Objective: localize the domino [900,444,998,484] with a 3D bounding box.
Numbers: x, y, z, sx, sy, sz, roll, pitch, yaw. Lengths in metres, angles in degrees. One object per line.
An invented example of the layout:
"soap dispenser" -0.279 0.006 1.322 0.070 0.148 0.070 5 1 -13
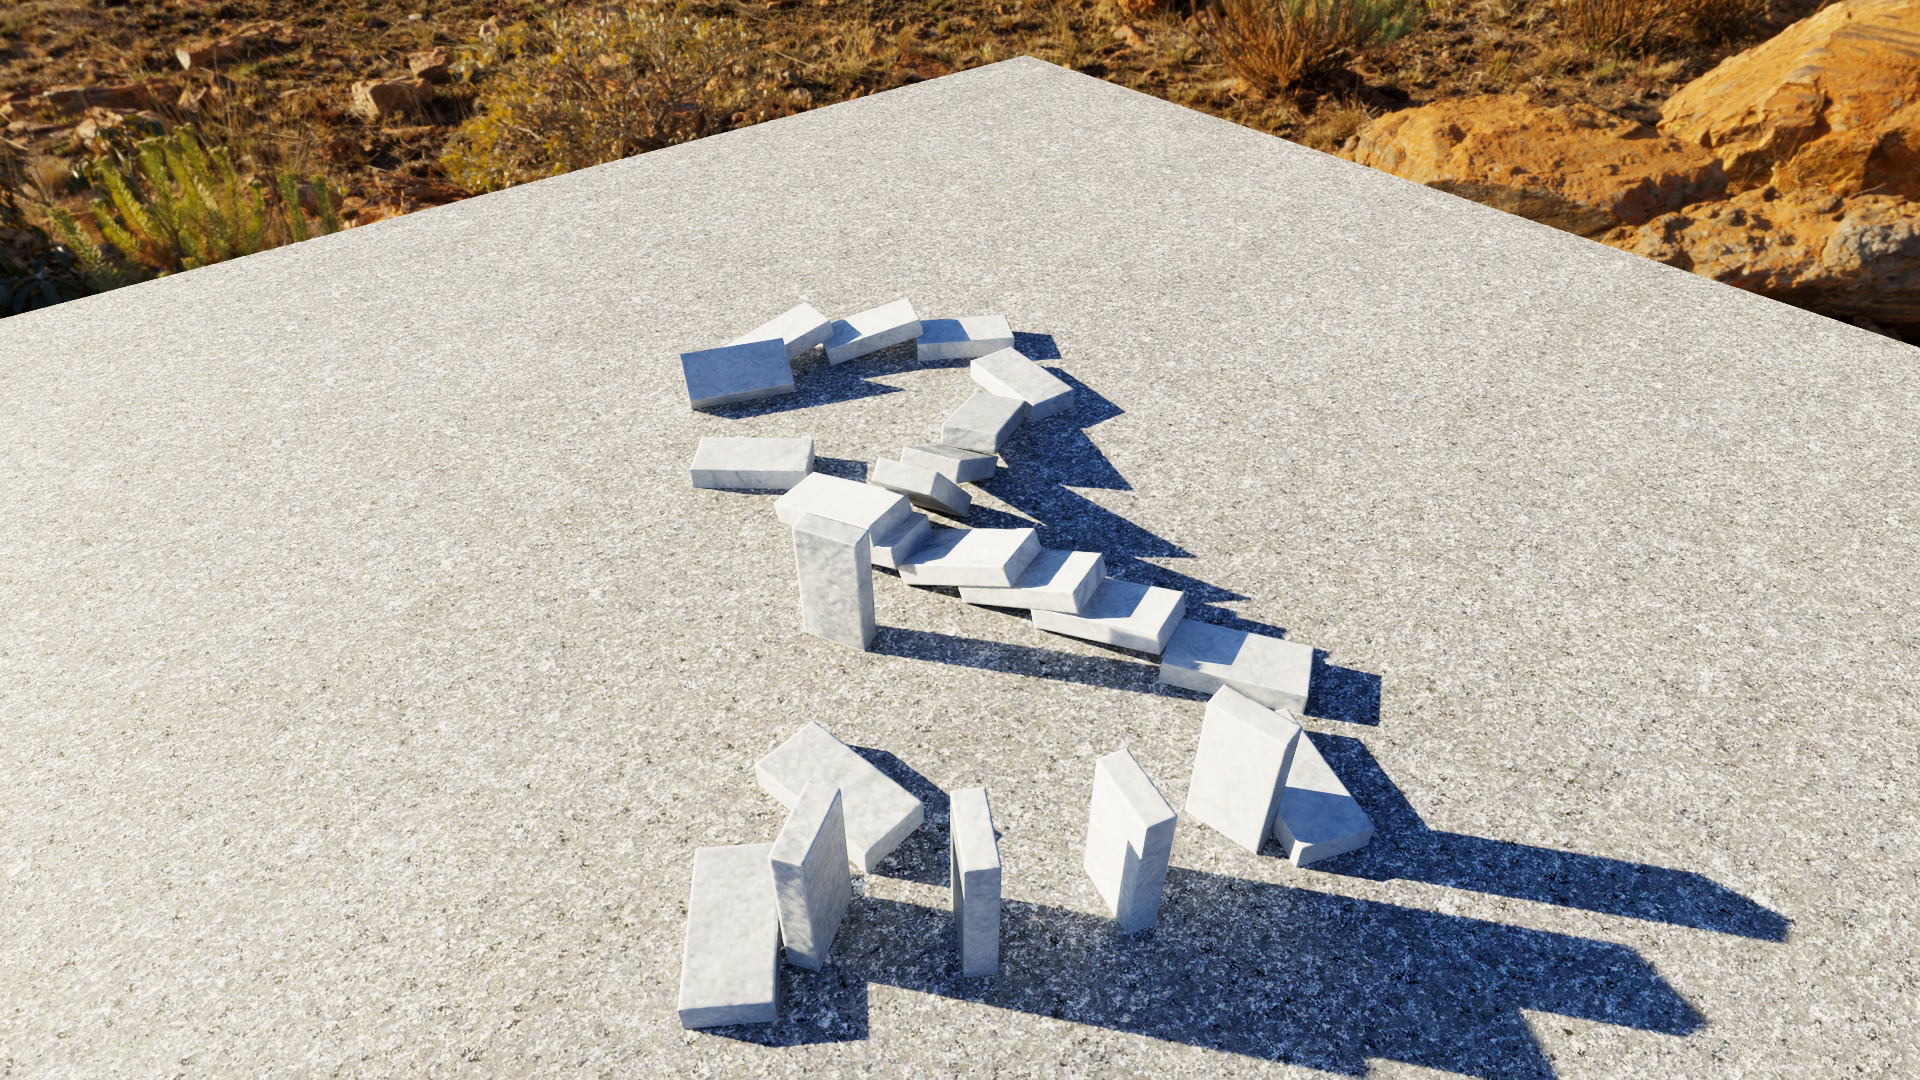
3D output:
"domino" -0.004 -0.033 0.464 0.025 0.009 0.050 15 11 17

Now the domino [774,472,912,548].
"domino" -0.047 -0.013 0.438 0.050 0.010 0.025 14 41 33

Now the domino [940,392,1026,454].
"domino" 0.011 -0.054 0.499 0.025 0.009 0.050 11 27 14

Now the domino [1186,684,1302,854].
"domino" 0.084 0.069 0.327 0.025 0.050 0.009 28 47 30

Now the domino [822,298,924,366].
"domino" -0.046 -0.108 0.567 0.050 0.010 0.025 -20 42 -5

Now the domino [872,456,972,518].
"domino" -0.014 -0.021 0.443 0.025 0.050 0.010 15 86 18

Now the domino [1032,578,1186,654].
"domino" 0.054 0.026 0.404 0.050 0.009 0.025 10 39 31

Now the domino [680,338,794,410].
"domino" -0.108 -0.081 0.532 0.050 0.010 0.025 -12 75 -14

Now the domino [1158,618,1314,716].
"domino" 0.098 0.044 0.390 0.050 0.010 0.025 12 41 14

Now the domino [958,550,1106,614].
"domino" 0.027 0.014 0.414 0.050 0.010 0.025 4 35 34

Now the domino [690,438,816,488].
"domino" -0.091 -0.034 0.485 0.050 0.009 0.025 1 39 1

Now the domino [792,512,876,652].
"domino" -0.044 0.015 0.393 0.025 0.050 0.009 16 42 18

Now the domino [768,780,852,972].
"domino" -0.040 0.092 0.299 0.010 0.050 0.025 11 41 13

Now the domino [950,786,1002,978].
"domino" 0.004 0.093 0.298 0.009 0.050 0.025 -5 40 -7

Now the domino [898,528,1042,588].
"domino" 0.003 0.006 0.421 0.050 0.010 0.025 0 33 36

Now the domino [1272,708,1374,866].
"domino" 0.105 0.077 0.349 0.025 0.010 0.050 -12 41 -14

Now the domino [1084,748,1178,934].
"domino" 0.047 0.085 0.308 0.009 0.050 0.025 -16 42 -19

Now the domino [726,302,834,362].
"domino" -0.092 -0.101 0.558 0.050 0.010 0.025 -34 48 -18

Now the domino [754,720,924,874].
"domino" -0.038 0.080 0.346 0.050 0.010 0.025 30 48 31

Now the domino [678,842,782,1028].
"domino" -0.063 0.110 0.309 0.025 0.009 0.050 -3 39 -4

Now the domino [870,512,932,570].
"domino" -0.039 -0.004 0.440 0.050 0.010 0.025 12 41 32

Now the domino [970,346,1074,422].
"domino" 0.030 -0.077 0.537 0.025 0.010 0.050 -24 45 -26

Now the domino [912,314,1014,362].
"domino" 0.001 -0.105 0.572 0.050 0.010 0.025 -6 40 -7
